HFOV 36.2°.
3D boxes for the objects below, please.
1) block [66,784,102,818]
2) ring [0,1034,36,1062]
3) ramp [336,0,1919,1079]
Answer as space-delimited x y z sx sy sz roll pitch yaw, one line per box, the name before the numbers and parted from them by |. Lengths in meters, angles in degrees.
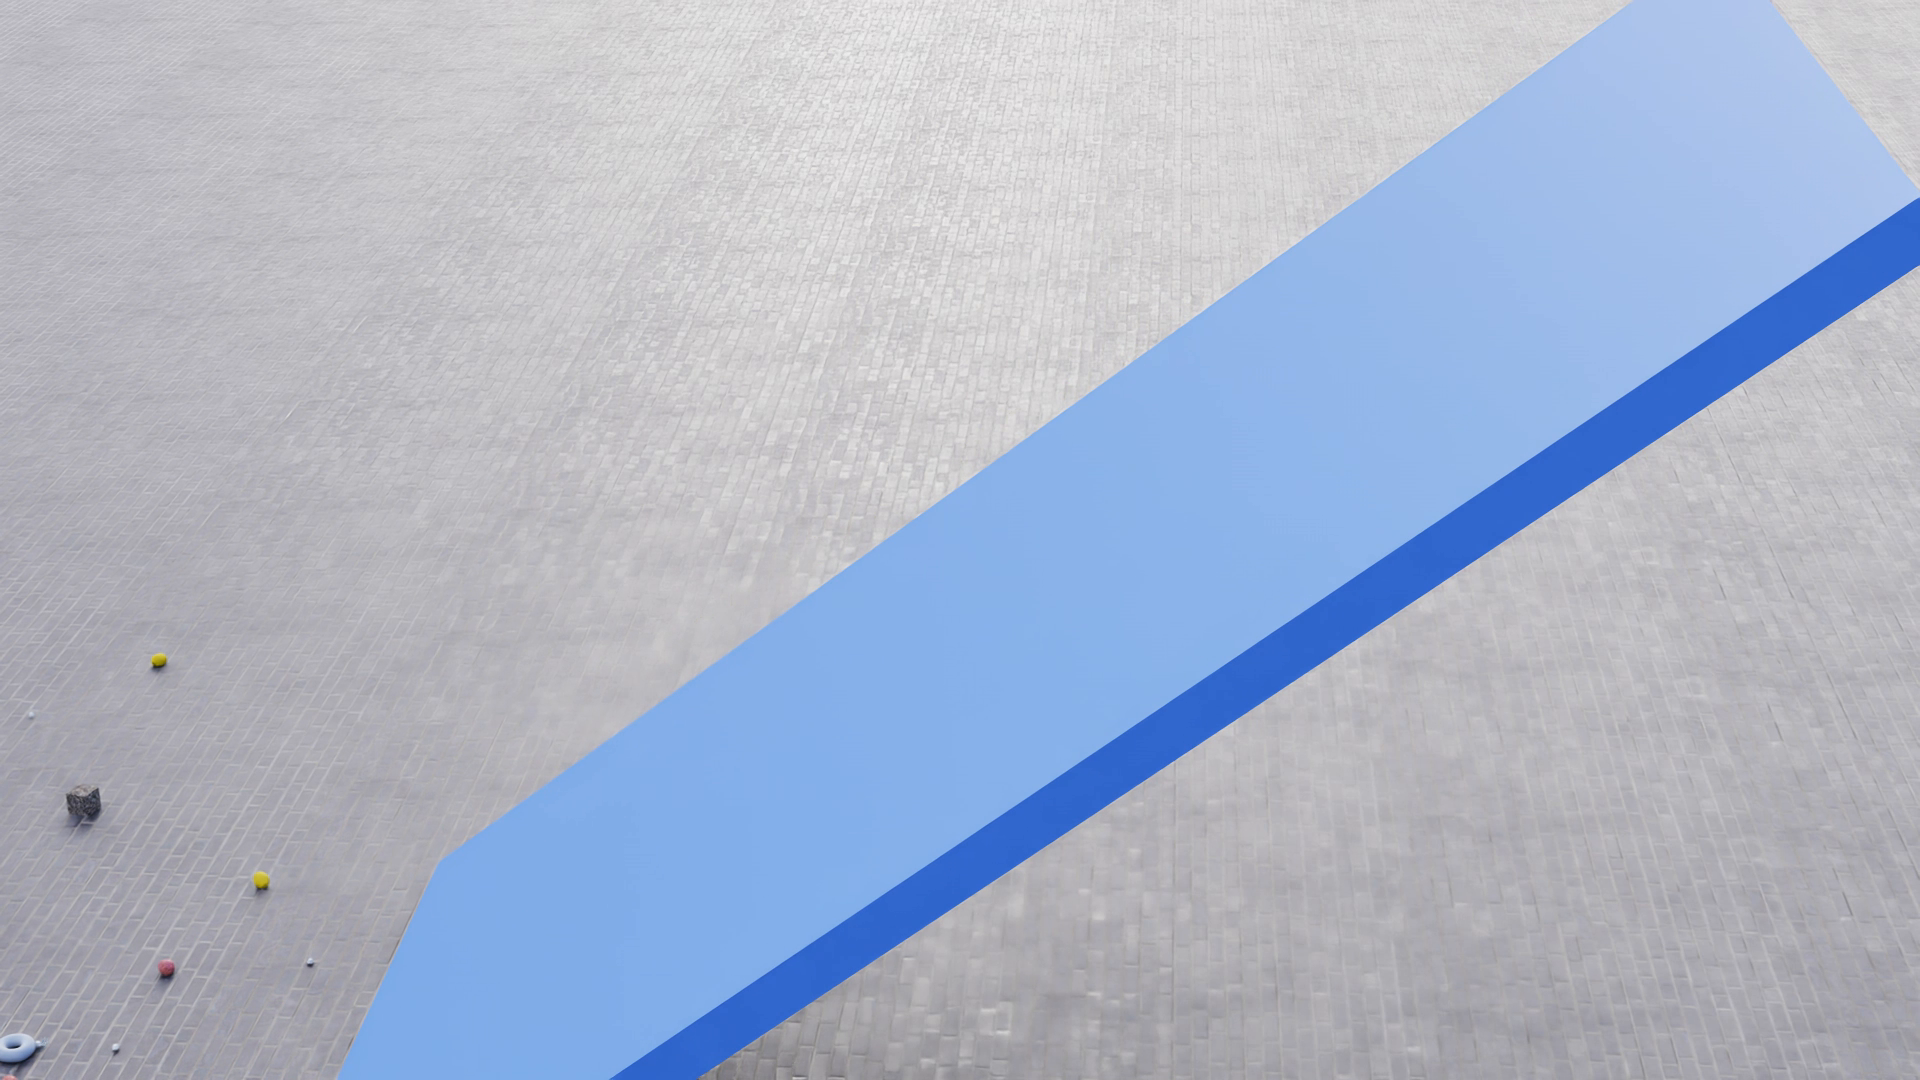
block | -2.458 0.730 8.250 0.064 0.064 0.064 8 25 18
ring | -2.292 1.232 7.132 0.100 0.033 0.100 0 25 0
ramp | 0.123 0.184 6.336 4.000 0.100 2.000 -36 16 18
